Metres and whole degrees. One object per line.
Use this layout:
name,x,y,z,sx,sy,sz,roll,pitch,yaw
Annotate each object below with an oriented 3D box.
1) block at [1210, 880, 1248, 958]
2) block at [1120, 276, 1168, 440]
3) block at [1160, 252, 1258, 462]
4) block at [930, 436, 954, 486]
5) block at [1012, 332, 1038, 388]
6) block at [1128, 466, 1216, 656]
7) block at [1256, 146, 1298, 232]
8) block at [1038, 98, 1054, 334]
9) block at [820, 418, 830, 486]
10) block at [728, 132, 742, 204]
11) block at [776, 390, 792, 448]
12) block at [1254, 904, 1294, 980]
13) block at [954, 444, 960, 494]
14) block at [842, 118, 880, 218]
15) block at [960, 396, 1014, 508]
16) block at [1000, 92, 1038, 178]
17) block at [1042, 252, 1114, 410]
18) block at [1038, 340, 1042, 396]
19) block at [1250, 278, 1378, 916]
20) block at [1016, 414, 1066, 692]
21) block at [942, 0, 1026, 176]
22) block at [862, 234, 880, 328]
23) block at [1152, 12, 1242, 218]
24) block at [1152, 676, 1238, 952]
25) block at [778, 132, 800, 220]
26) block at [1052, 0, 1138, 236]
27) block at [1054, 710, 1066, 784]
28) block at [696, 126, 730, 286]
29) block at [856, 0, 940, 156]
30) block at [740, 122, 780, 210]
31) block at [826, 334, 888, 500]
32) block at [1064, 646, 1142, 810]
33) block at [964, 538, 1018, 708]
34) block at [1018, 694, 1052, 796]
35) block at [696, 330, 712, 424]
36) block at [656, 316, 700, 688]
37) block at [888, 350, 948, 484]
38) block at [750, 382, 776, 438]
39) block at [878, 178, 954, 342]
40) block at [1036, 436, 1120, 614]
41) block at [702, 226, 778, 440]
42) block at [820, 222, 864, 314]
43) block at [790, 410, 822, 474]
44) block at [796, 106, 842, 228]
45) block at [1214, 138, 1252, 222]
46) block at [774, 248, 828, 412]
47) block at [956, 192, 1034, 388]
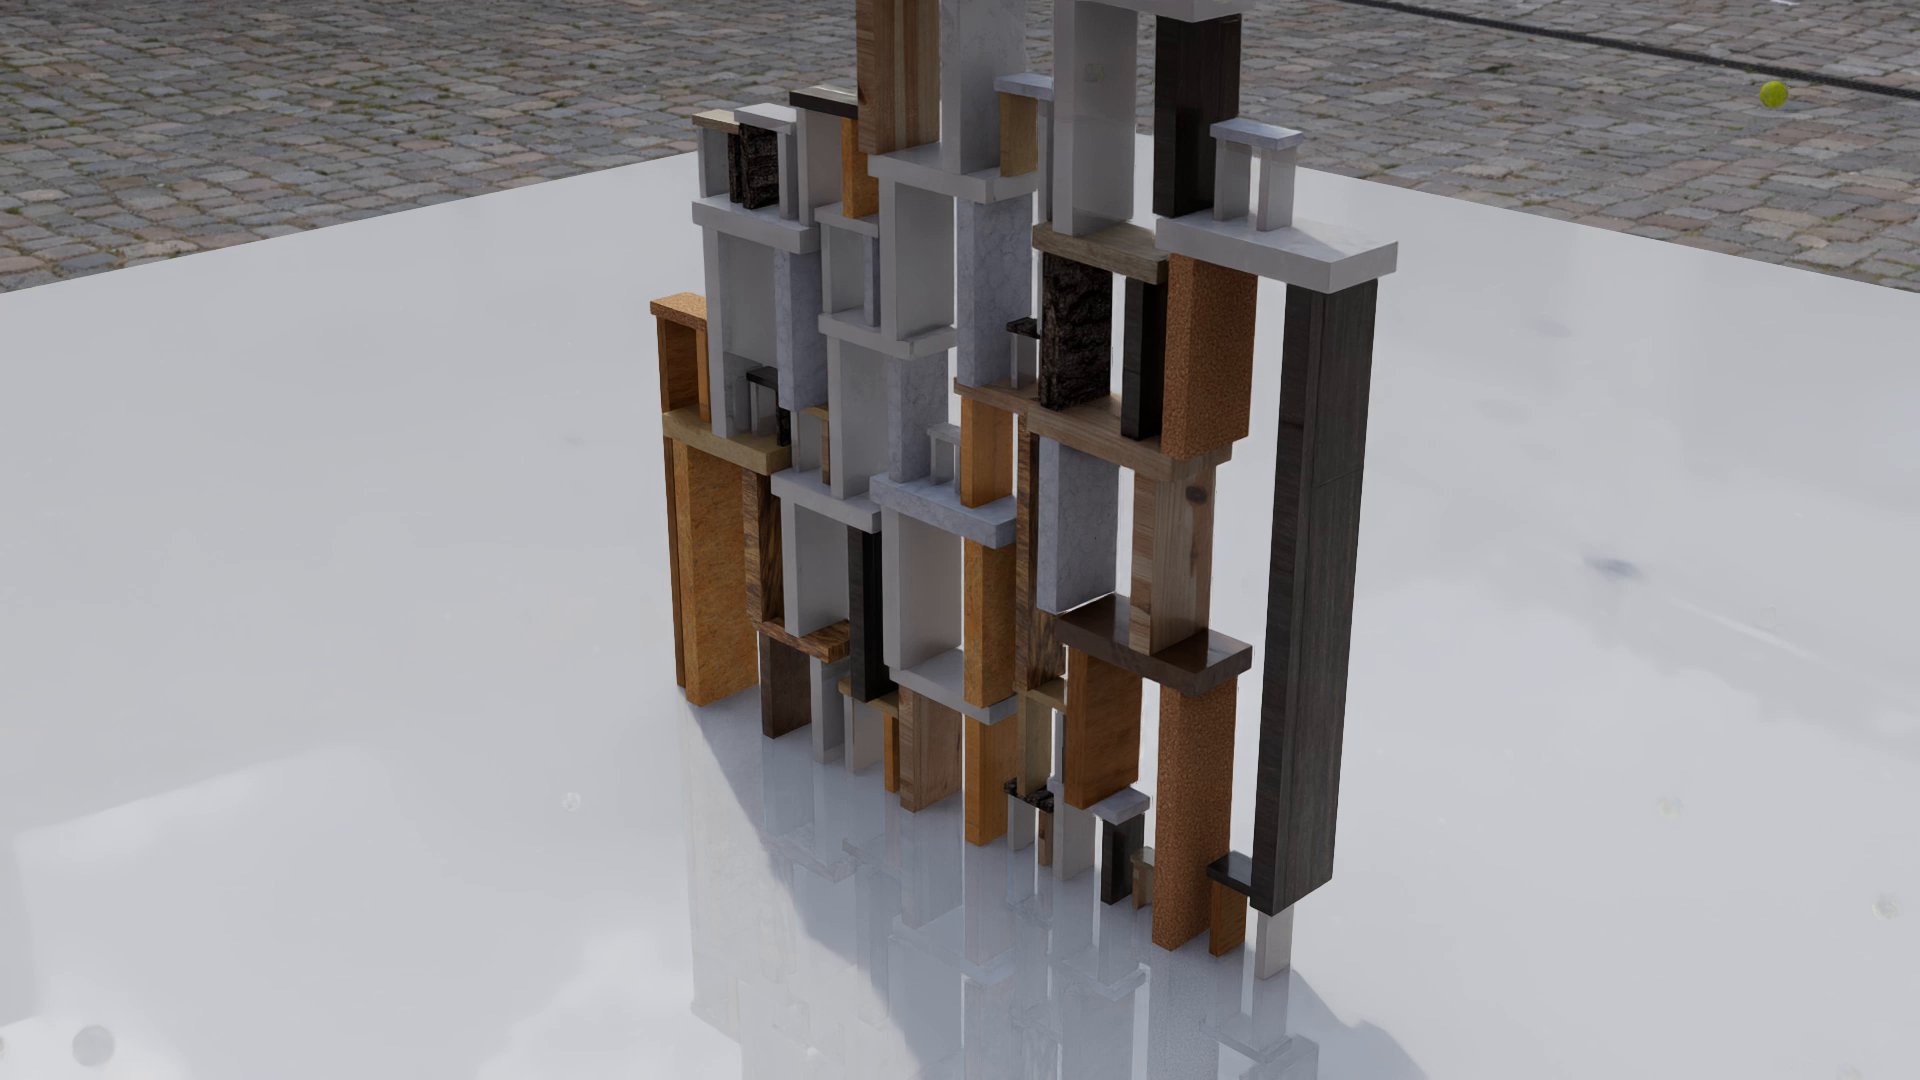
block,0.487,0.671,3.982,0.022,0.155,0.077,21,31,41
block,0.336,-0.320,3.718,0.039,0.277,0.139,21,30,41
block,0.414,-0.319,3.635,0.049,0.346,0.173,21,31,40
block,-0.034,-0.156,4.194,0.049,0.098,0.014,-21,31,-40
block,0.116,-0.329,3.965,0.052,0.103,0.015,-21,31,-40
block,0.369,0.021,3.819,0.047,0.329,0.164,21,31,41
block,0.498,-0.555,3.454,0.066,0.132,0.019,-21,32,-40
block,0.167,-0.561,3.806,0.073,0.414,0.021,-22,31,-40
block,-0.245,-0.186,4.416,0.020,0.139,0.069,21,31,41
block,-0.427,-0.746,4.375,0.070,0.140,0.020,-21,31,-41
block,-0.347,-0.255,4.491,0.017,0.119,0.059,21,31,41
block,0.560,0.699,3.915,0.022,0.155,0.077,21,31,41
block,0.013,-0.139,4.152,0.049,0.098,0.014,-21,31,-40
block,-0.177,-0.703,4.113,0.027,0.188,0.094,21,31,40
block,0.050,-0.175,4.089,0.108,0.215,0.030,-21,31,-40
block,0.103,-0.709,3.817,0.073,0.146,0.021,-21,30,-41
block,0.205,-0.377,3.836,0.039,0.277,0.139,21,30,41
block,0.164,-0.311,3.920,0.015,0.104,0.052,21,31,40
block,0.580,0.104,3.633,0.173,1.118,0.049,-21,31,-40
block,0.152,0.015,4.060,0.030,0.544,0.108,21,31,40
block,0.042,-0.813,3.834,0.162,0.324,0.046,-21,31,-40
block,-0.142,-0.499,4.162,0.025,0.176,0.088,21,31,40
block,0.381,-0.689,3.532,0.157,0.314,0.044,-21,30,-40
block,0.422,0.477,3.960,0.045,0.528,0.160,21,31,41
block,-0.311,-0.711,4.255,0.024,0.169,0.085,21,31,41
block,0.226,-0.719,3.677,0.044,0.393,0.157,21,31,41
block,0.213,0.378,4.147,0.075,0.149,0.021,-20,29,-39
block,-0.493,-0.652,4.484,0.070,0.398,0.020,-22,32,-40
block,-0.111,-0.872,3.974,0.046,0.324,0.162,21,31,40
block,-0.390,-0.742,4.329,0.085,0.169,0.024,-21,31,-41
block,-0.199,-0.255,4.330,0.036,0.333,0.126,21,31,41
block,0.266,0.323,4.055,0.045,0.320,0.160,21,30,40
block,0.085,0.135,4.191,0.170,0.340,0.048,-21,31,-40
block,0.143,0.381,4.225,0.021,0.216,0.075,21,31,40
block,-0.503,-0.355,4.624,0.028,0.200,0.100,21,31,41
block,-0.597,-0.083,4.842,0.028,0.871,0.100,21,31,41
block,-0.079,-0.245,4.205,0.036,0.253,0.126,21,31,40
block,-0.403,-0.277,4.543,0.059,0.119,0.017,-21,31,-41
block,-0.079,-0.534,4.085,0.043,0.301,0.150,21,31,40
block,0.213,-0.045,3.958,0.047,0.329,0.164,20,29,41
block,-0.440,-0.439,4.514,0.046,0.441,0.163,21,31,41
block,-0.225,-0.531,4.238,0.025,0.176,0.088,21,31,40
block,-0.311,-0.211,4.477,0.020,0.139,0.069,21,31,41
block,-0.266,-0.720,4.202,0.027,0.227,0.094,21,31,40
block,0.436,-0.581,3.511,0.066,0.132,0.019,-21,31,-39
block,-0.286,-0.432,4.350,0.163,0.327,0.046,-21,31,-41
block,0.063,-0.459,3.963,0.150,0.344,0.043,-21,31,-41
